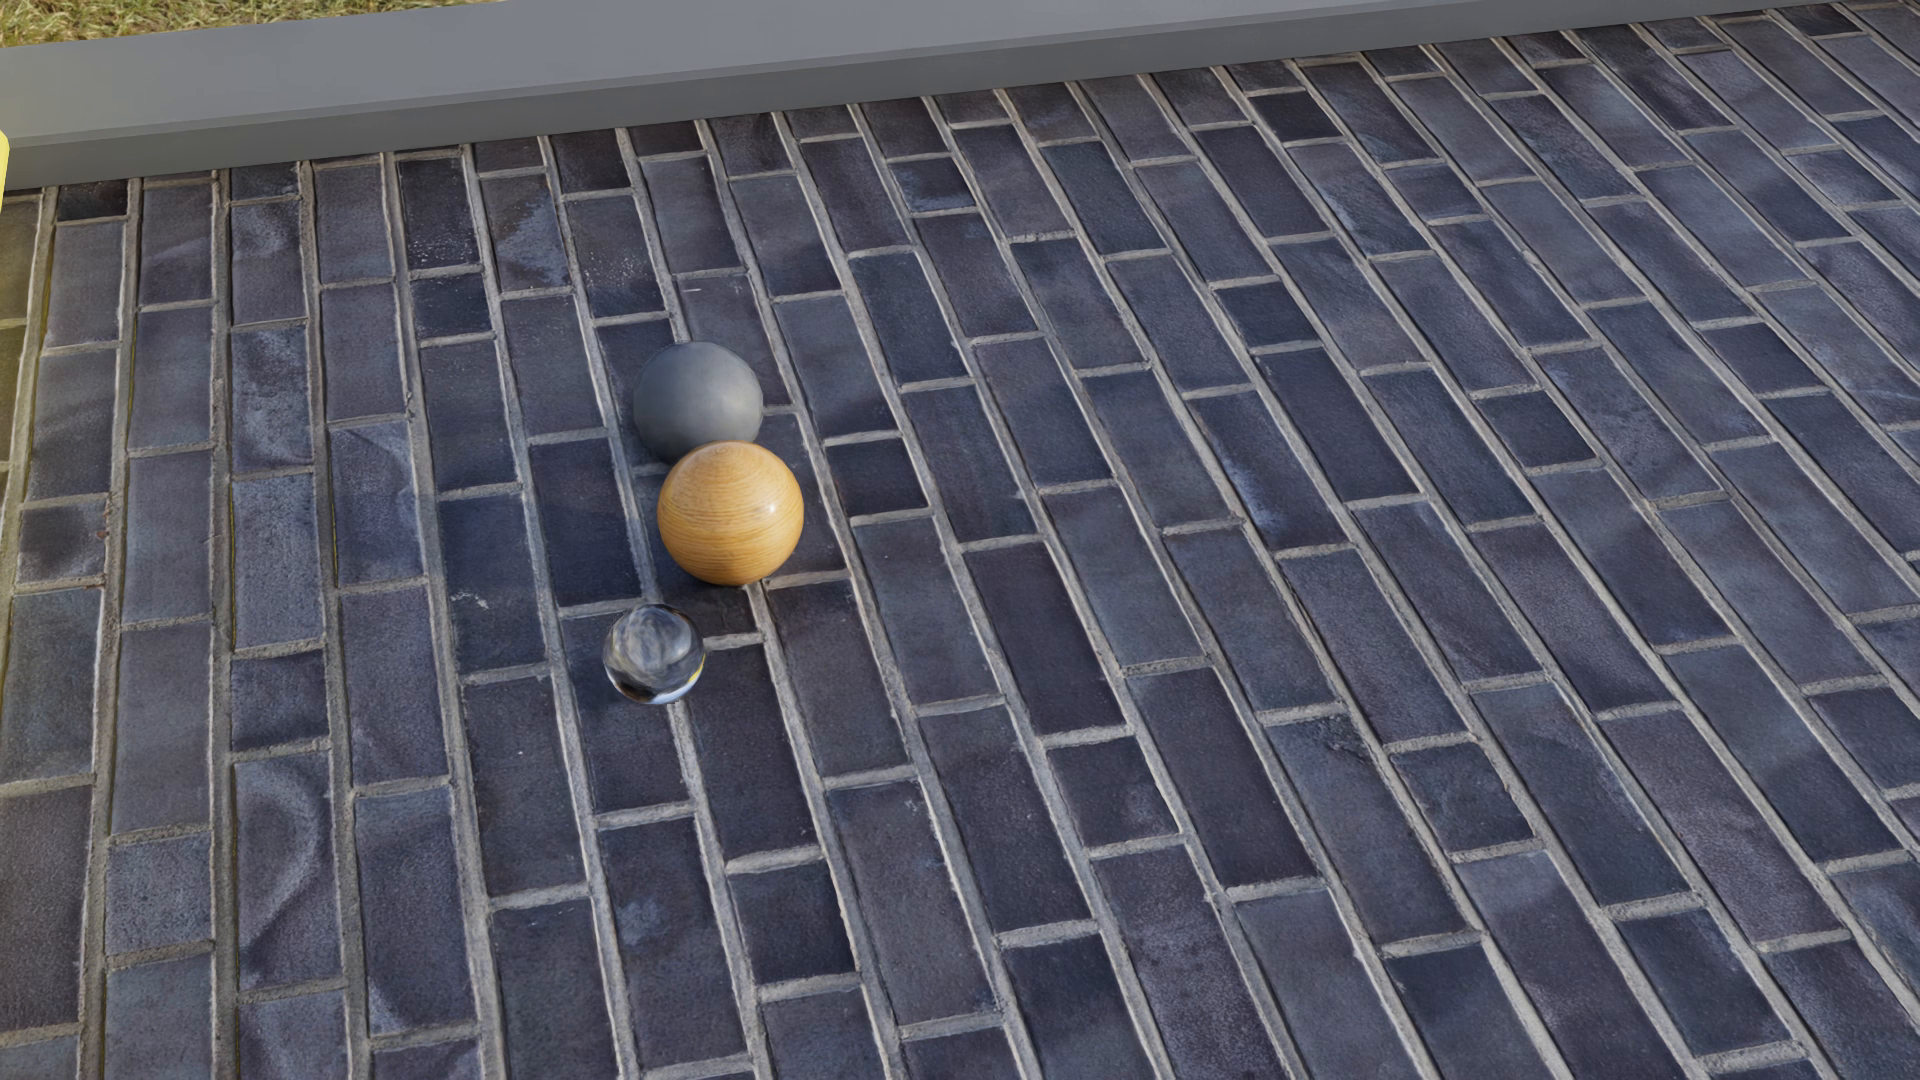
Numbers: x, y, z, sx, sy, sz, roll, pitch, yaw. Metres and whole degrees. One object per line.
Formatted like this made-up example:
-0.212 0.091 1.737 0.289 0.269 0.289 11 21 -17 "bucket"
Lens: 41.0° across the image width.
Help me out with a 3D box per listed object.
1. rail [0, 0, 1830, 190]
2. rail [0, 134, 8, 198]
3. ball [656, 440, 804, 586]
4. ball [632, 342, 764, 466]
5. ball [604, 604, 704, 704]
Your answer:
0.485 -0.496 2.285 2.645 0.122 0.045 -8 36 -11 "rail"
-0.620 0.067 1.494 0.045 0.122 1.431 -8 36 -11 "rail"
-0.146 -0.017 1.639 0.094 0.094 0.094 0 35 0 "ball"
-0.178 -0.091 1.746 0.089 0.089 0.089 0 35 0 "ball"
-0.184 0.069 1.546 0.061 0.061 0.061 0 35 0 "ball"
